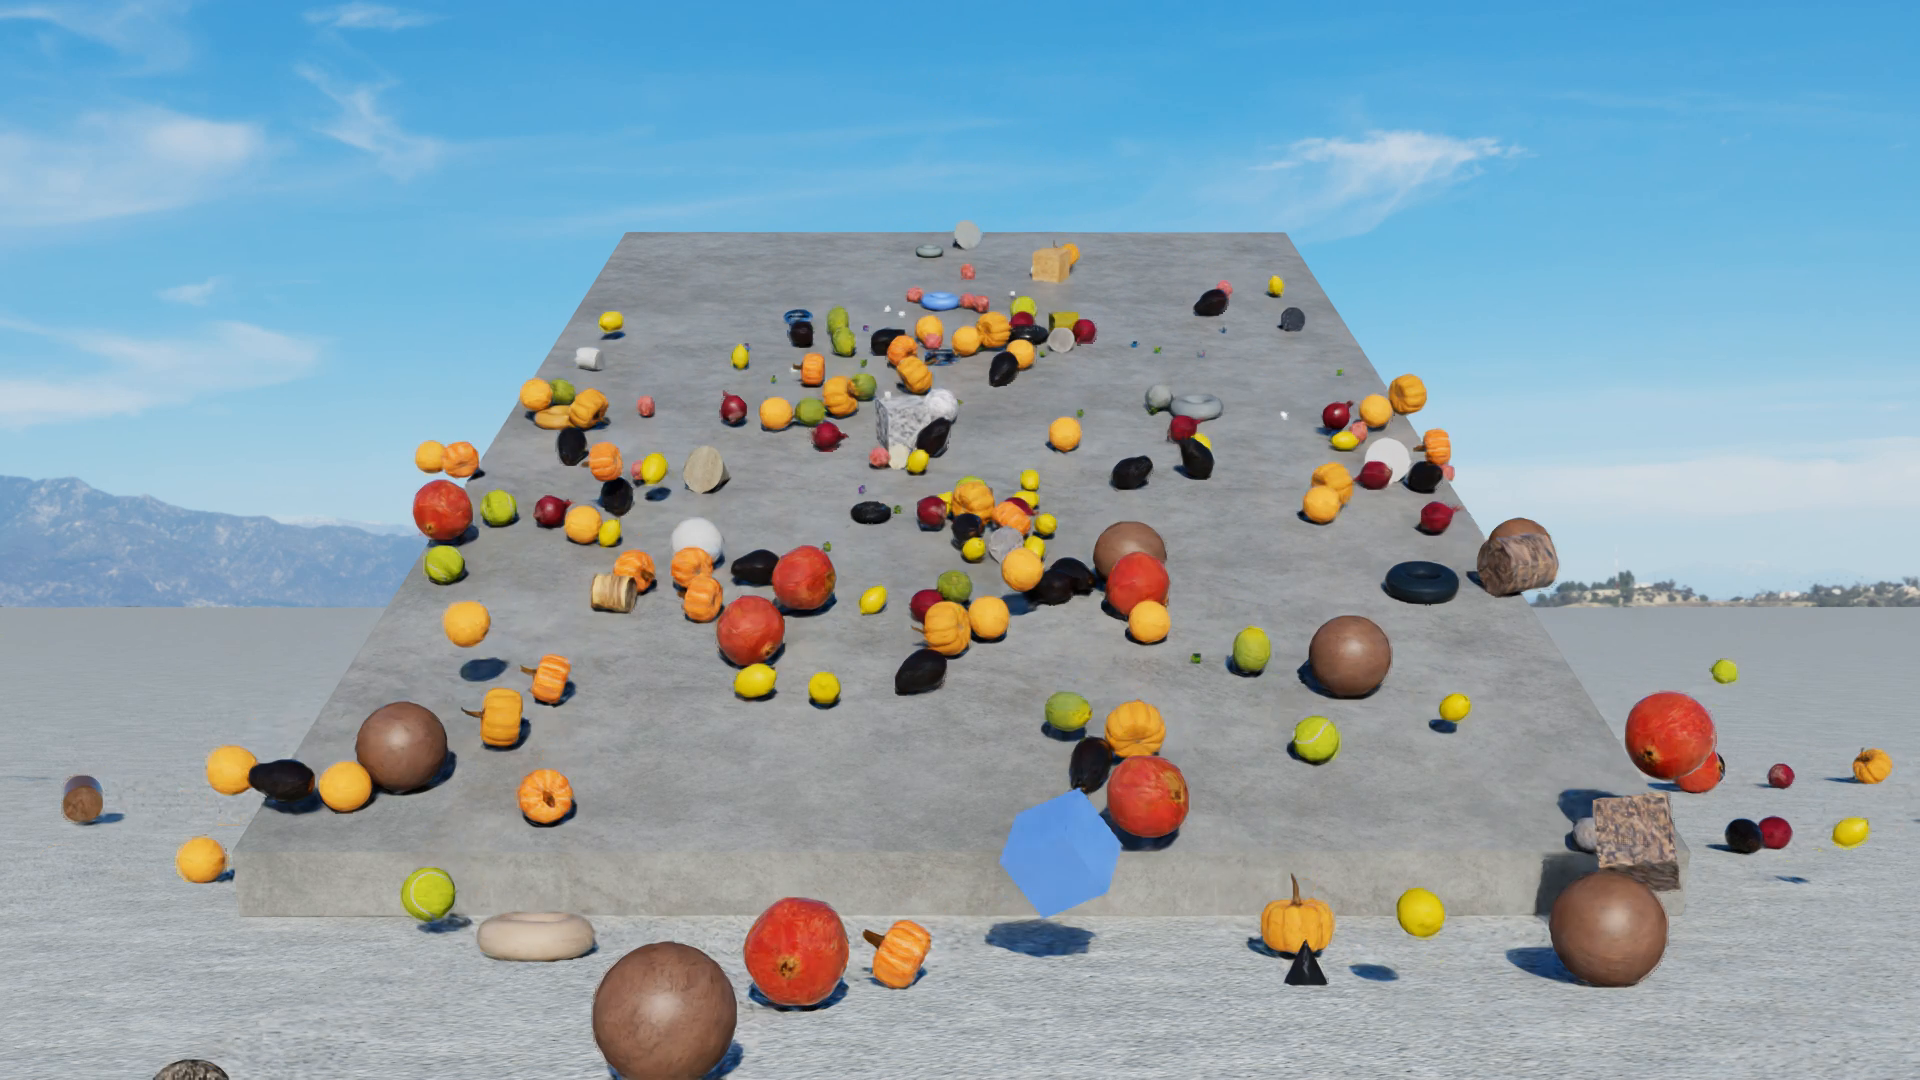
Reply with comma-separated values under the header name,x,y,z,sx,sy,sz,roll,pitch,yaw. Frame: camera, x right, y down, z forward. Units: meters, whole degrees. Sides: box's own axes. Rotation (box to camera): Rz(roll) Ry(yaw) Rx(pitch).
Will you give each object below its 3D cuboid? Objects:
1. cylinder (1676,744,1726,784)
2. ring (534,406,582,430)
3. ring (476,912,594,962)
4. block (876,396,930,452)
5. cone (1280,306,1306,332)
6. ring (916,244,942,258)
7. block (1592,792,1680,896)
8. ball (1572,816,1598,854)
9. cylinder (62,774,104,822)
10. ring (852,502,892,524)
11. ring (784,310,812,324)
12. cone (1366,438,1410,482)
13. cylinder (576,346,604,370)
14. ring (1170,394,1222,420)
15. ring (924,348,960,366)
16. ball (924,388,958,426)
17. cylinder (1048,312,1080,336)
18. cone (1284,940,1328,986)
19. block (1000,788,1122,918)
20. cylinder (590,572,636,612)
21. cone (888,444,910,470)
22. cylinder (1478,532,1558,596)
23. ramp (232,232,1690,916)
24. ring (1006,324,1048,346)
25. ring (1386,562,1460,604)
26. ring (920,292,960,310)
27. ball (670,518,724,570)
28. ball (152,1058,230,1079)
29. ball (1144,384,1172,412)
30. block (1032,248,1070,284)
name,x,y,z,sx,sy,sz,roll,pitch,yaw
cylinder,1.763,0.540,5.387,0.083,0.083,0.083,0,-24,-17
ring,-0.883,-0.270,4.979,0.103,0.034,0.103,-1,20,0
ring,-0.523,0.489,2.793,0.144,0.048,0.144,1,-2,0
block,-0.121,-0.248,4.835,0.093,0.093,0.093,-6,21,-16
cone,0.845,-0.558,5.792,0.063,0.063,0.063,0,-7,-4
ring,-0.089,-0.837,6.562,0.080,0.027,0.080,1,20,0
block,0.870,0.391,2.913,0.094,0.094,0.094,-7,-33,16
ball,0.863,0.404,3.100,0.050,0.050,0.050,0,-2,0
cylinder,-1.710,0.504,4.415,0.073,0.073,0.073,1,12,-22
ring,-0.172,-0.053,4.393,0.079,0.026,0.079,1,20,-1
ring,-0.417,-0.574,5.834,0.076,0.025,0.076,-1,21,0
cone,0.869,-0.156,4.662,0.092,0.092,0.092,0,-7,-3
cylinder,-0.881,-0.433,5.400,0.051,0.051,0.051,7,1,17
ring,0.527,-0.297,5.054,0.118,0.039,0.118,-1,20,0
ring,-0.044,-0.442,5.468,0.083,0.028,0.083,1,19,0
ball,-0.043,-0.293,4.977,0.081,0.081,0.081,0,-2,0
cylinder,0.261,-0.541,5.687,0.064,0.064,0.064,-4,-1,-13
cone,0.396,0.482,2.594,0.050,0.050,0.050,0,-2,0
block,0.118,0.365,2.641,0.091,0.091,0.091,-27,19,28
cylinder,-0.602,0.091,3.934,0.063,0.063,0.063,6,-1,9
cone,-0.116,-0.169,4.718,0.053,0.053,0.053,-1,-10,27
cylinder,0.990,0.042,4.022,0.100,0.100,0.100,-8,2,-23
ramp,-0.005,-0.206,5.003,2.000,0.100,4.000,0,20,0
ring,0.167,-0.511,5.648,0.107,0.036,0.107,1,19,0
ring,0.820,0.075,4.019,0.131,0.044,0.131,0,21,0
ring,-0.053,-0.631,5.981,0.102,0.034,0.102,1,19,0
ball,-0.479,0.007,4.120,0.098,0.098,0.098,0,-2,0
ball,-0.615,0.450,1.807,0.071,0.071,0.071,0,-2,0
ball,0.446,-0.320,5.082,0.062,0.062,0.062,0,-2,0
block,0.253,-0.762,6.278,0.079,0.079,0.079,9,22,23
